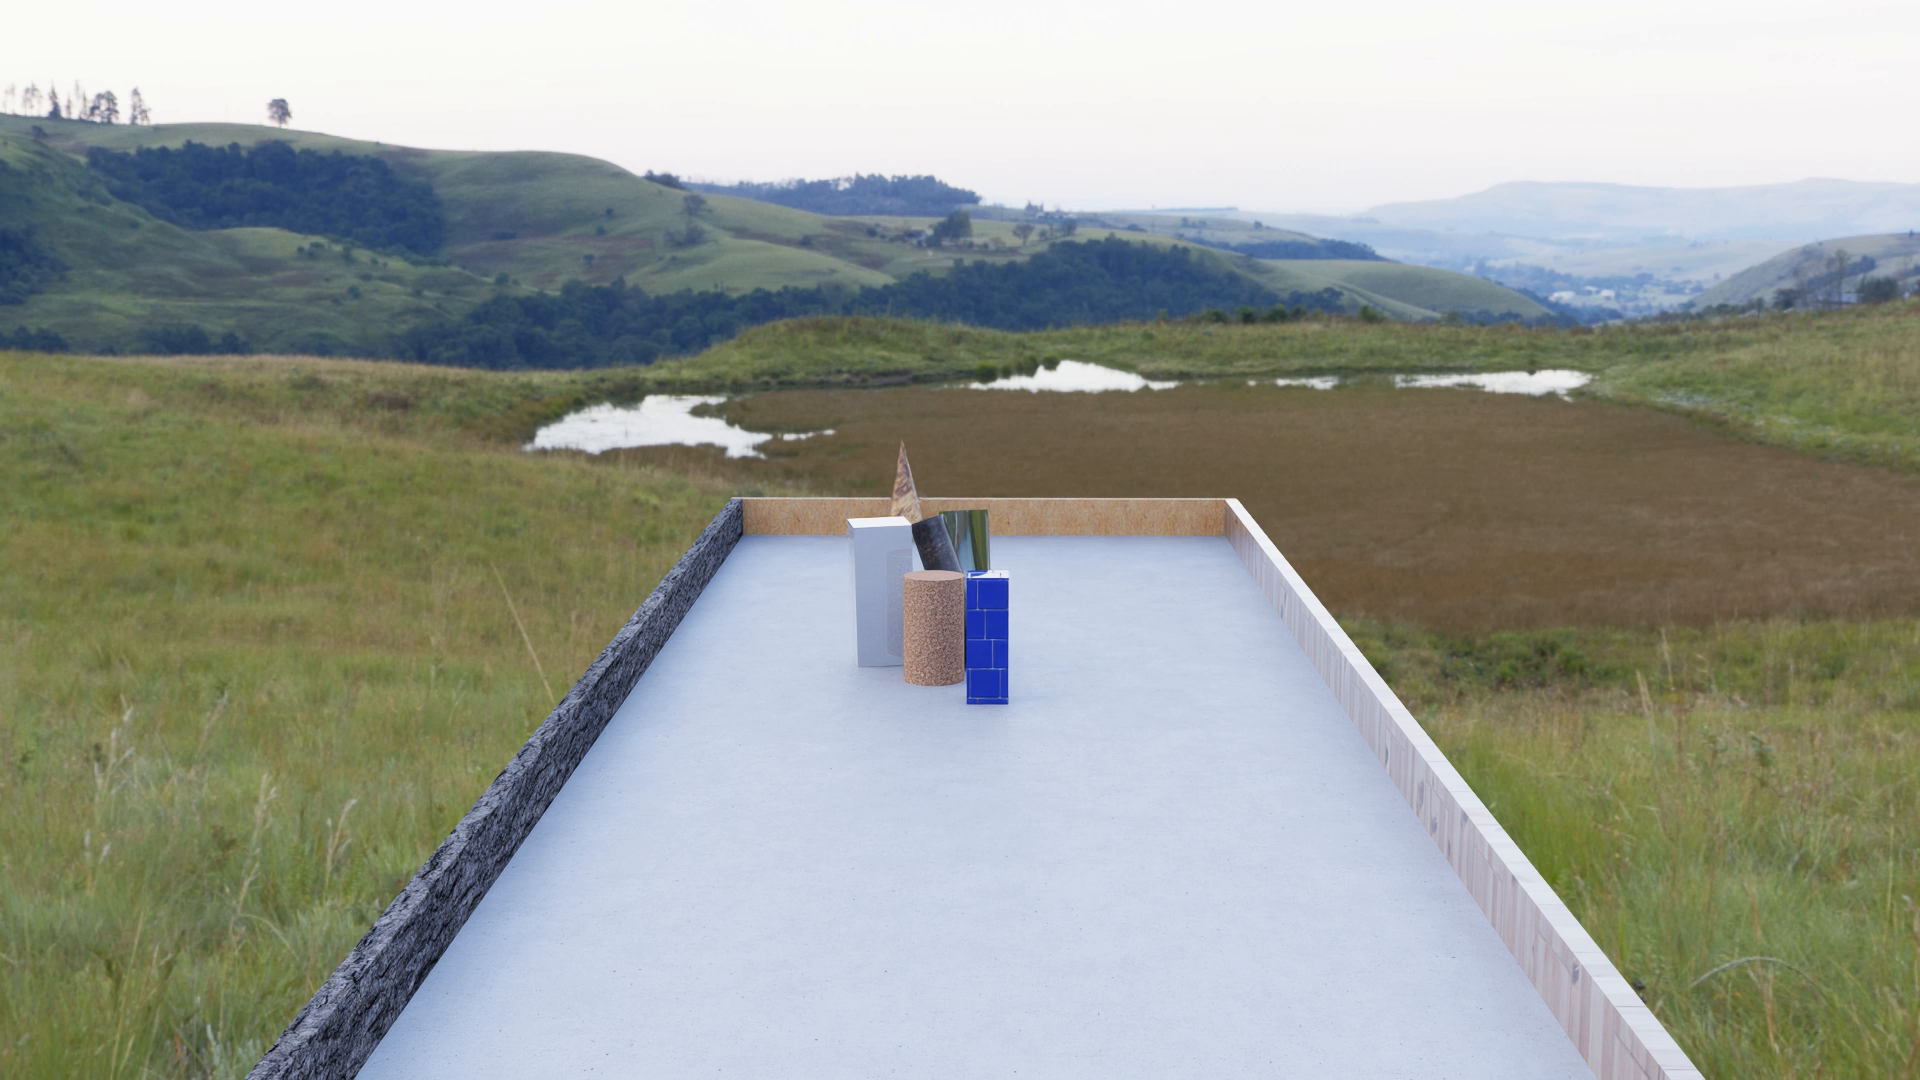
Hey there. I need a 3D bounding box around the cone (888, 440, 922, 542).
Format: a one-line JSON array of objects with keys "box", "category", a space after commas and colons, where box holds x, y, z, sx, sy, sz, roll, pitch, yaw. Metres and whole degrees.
[{"box": [-0.228, -0.212, 8.994, 0.173, 0.417, 0.173, -2, 8, 0], "category": "cone"}]

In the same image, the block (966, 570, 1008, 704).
[{"box": [0.077, 0.272, 6.150, 0.117, 0.358, 0.117, 0, 9, 0], "category": "block"}]

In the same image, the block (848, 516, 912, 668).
[{"box": [-0.239, 0.155, 6.662, 0.174, 0.425, 0.174, -3, 9, -9], "category": "block"}]

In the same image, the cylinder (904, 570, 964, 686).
[{"box": [-0.076, 0.255, 6.412, 0.177, 0.309, 0.177, 0, 9, 0], "category": "cylinder"}]

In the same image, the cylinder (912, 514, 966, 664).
[{"box": [-0.029, 0.152, 6.601, 0.108, 0.446, 0.108, -19, -3, -1], "category": "cylinder"}]

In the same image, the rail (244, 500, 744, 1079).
[{"box": [-1.004, 0.839, 3.234, 0.050, 0.150, 12.000, 0, 9, 1], "category": "rail"}]

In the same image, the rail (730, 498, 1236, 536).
[{"box": [0.099, -0.098, 9.147, 2.100, 0.150, 0.050, 0, 9, 1], "category": "rail"}]

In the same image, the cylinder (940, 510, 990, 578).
[{"box": [0.020, 0.130, 6.723, 0.151, 0.442, 0.151, -3, 1, 0], "category": "cylinder"}]

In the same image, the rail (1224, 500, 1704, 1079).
[{"box": [1.046, 0.843, 3.208, 0.050, 0.150, 12.000, 0, 9, 1], "category": "rail"}]
